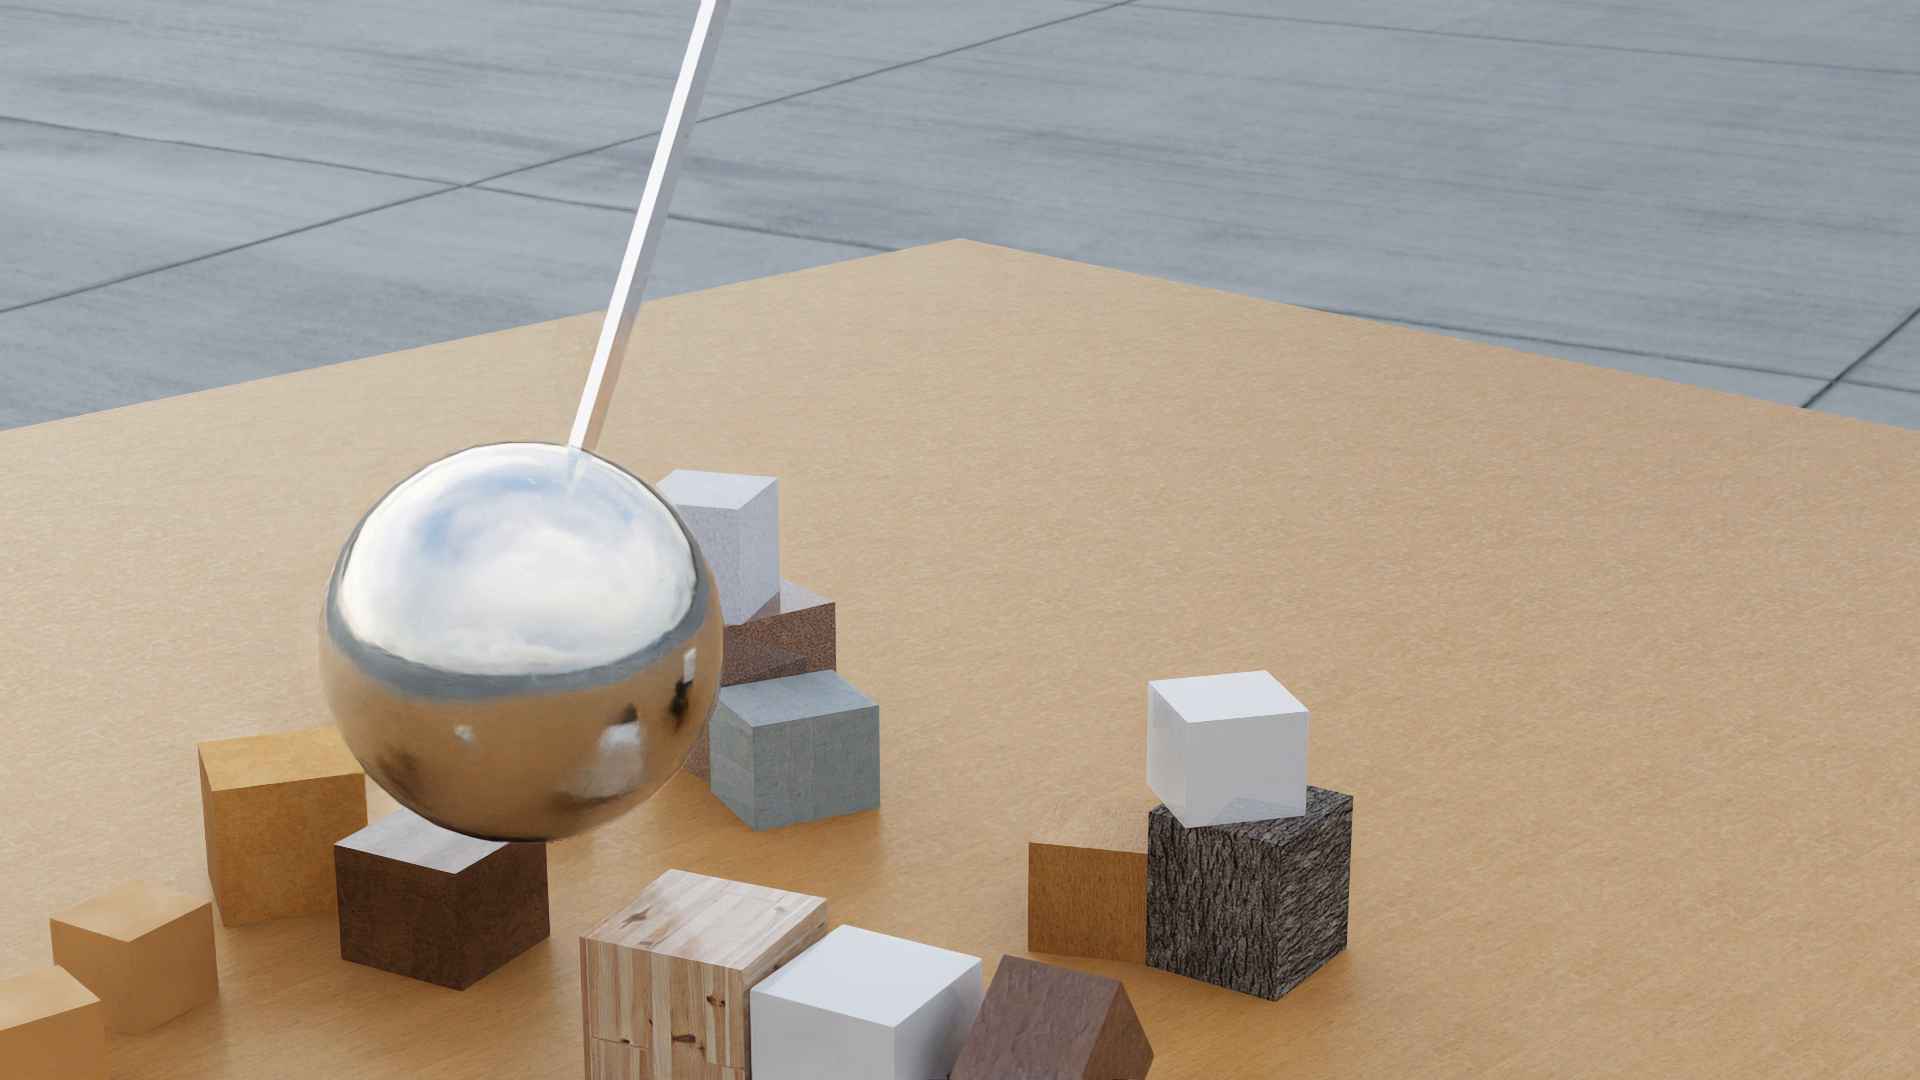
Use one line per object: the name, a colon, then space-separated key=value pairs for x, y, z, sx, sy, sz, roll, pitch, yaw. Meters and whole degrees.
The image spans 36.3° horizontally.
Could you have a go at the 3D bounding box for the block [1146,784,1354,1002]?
block: x=1.236 y=1.456 z=12.530 sx=0.633 sy=0.709 sz=0.641 roll=12 pitch=21 yaw=33

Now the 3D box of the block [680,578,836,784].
block: x=-1.123 y=0.679 z=14.794 sx=0.702 sy=0.834 sz=0.739 roll=-13 pitch=21 yaw=-35

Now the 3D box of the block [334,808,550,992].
block: x=-2.226 y=1.512 z=12.640 sx=0.645 sy=0.537 sz=0.624 roll=9 pitch=20 yaw=27

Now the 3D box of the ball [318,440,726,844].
ball: x=-1.734 y=0.401 z=11.650 sx=1.600 sy=1.600 sz=1.600 roll=0 pitch=17 yaw=0

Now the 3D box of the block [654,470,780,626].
block: x=-1.244 y=0.029 z=14.488 sx=0.541 sy=0.588 sz=0.570 roll=5 pitch=18 yaw=15

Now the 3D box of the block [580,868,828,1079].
block: x=-0.981 y=1.802 z=11.390 sx=0.701 sy=0.733 sz=0.697 roll=8 pitch=19 yaw=23

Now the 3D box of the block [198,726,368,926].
block: x=-3.041 y=1.278 z=13.206 sx=0.657 sy=0.644 sz=0.615 roll=-6 pitch=18 yaw=-19

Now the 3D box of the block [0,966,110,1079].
block: x=-3.596 y=1.974 z=11.320 sx=0.456 sy=0.445 sz=0.404 roll=-14 pitch=22 yaw=-37

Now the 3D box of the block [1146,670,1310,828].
block: x=1.126 y=0.879 z=12.402 sx=0.533 sy=0.468 sz=0.510 roll=-5 pitch=18 yaw=-14

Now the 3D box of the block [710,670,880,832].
block: x=-0.806 y=1.014 z=14.233 sx=0.656 sy=0.532 sz=0.561 roll=-8 pitch=19 yaw=-25

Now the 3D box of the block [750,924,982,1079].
block: x=-0.347 y=1.937 z=11.096 sx=0.623 sy=0.650 sz=0.655 roll=10 pitch=20 yaw=28

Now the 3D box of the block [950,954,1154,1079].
block: x=0.345 y=1.955 z=10.835 sx=0.477 sy=0.556 sz=0.552 roll=9 pitch=55 yaw=26

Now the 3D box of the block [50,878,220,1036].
block: x=-3.419 y=1.725 z=12.155 sx=0.452 sy=0.421 sz=0.463 roll=10 pitch=20 yaw=29

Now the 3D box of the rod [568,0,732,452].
rod: x=-0.752 y=-2.853 z=11.657 sx=0.080 sy=5.200 sz=0.080 roll=17 pitch=0 yaw=42

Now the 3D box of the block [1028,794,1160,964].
block: x=0.613 y=1.475 z=12.799 sx=0.522 sy=0.512 sz=0.547 roll=4 pitch=18 yaw=13
